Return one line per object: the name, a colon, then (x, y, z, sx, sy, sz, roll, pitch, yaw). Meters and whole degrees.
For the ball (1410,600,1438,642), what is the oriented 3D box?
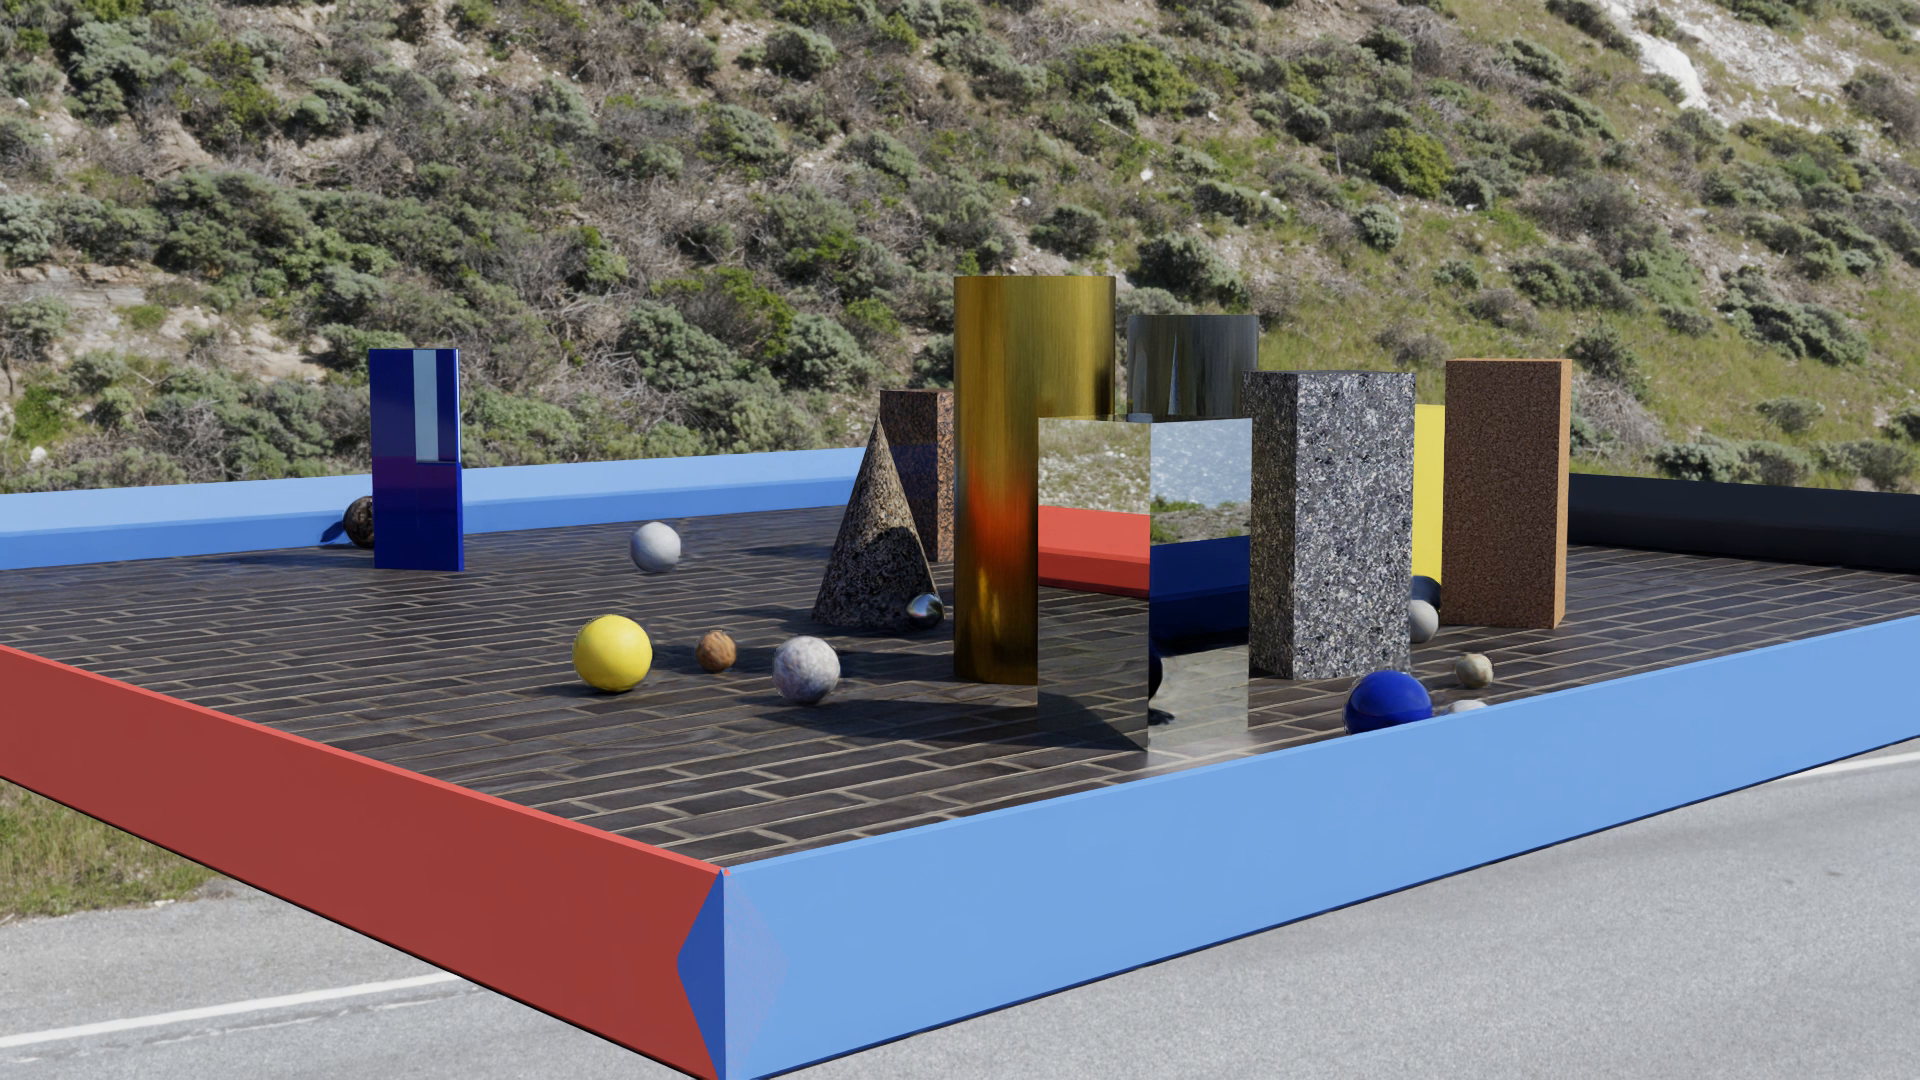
ball: (0.615, 0.109, 2.959, 0.057, 0.057, 0.057, 0, 6, 0)

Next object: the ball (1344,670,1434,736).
ball: (0.429, 0.173, 2.197, 0.088, 0.088, 0.088, 0, 6, 0)

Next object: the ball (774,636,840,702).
ball: (-0.174, 0.147, 2.502, 0.076, 0.076, 0.076, 0, 6, 0)

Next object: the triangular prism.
triangular prism: (-0.913, -0.145, 3.839, 0.171, 0.379, 0.148, 2, 6, 17)

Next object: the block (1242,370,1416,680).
block: (0.454, -0.025, 2.738, 0.158, 0.368, 0.158, -2, 6, -17)

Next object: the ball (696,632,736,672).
ball: (-0.300, 0.139, 2.714, 0.049, 0.049, 0.049, 0, 6, 0)

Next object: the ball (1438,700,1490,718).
ball: (0.500, 0.189, 2.162, 0.064, 0.064, 0.064, 0, 6, 0)

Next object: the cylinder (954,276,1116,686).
cylinder: (0.090, -0.078, 2.691, 0.197, 0.485, 0.197, 0, 6, 0)

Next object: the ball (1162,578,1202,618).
ball: (0.323, 0.084, 3.194, 0.059, 0.059, 0.059, 0, 6, 0)

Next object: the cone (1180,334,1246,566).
cone: (0.493, -0.168, 3.919, 0.197, 0.409, 0.197, 0, 6, 0)

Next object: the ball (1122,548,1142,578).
ball: (0.247, 0.051, 3.425, 0.076, 0.076, 0.076, 0, 6, 0)

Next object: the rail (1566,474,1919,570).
rail: (1.098, -0.072, 4.340, 0.045, 0.128, 2.897, -5, 8, -42)

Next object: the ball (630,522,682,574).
ball: (-0.517, 0.013, 3.734, 0.087, 0.087, 0.087, 0, 6, 0)

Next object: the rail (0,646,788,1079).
rail: (-1.098, 0.139, 2.324, 0.045, 0.128, 2.897, -5, 8, -42)

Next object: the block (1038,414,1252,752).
block: (0.194, 0.038, 2.318, 0.158, 0.332, 0.158, -6, 8, -43)

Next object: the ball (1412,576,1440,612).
ball: (0.666, 0.083, 3.176, 0.064, 0.064, 0.064, 0, 6, 0)

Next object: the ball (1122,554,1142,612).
ball: (0.220, 0.063, 3.232, 0.092, 0.092, 0.092, 0, 6, 0)

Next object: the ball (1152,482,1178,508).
ball: (0.462, -0.102, 4.972, 0.059, 0.059, 0.059, 0, 6, 0)

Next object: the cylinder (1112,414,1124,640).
cylinder: (0.125, -0.021, 3.022, 0.197, 0.302, 0.197, 0, 6, 0)

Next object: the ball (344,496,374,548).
ball: (-1.106, -0.034, 4.129, 0.098, 0.098, 0.098, 0, 6, 0)

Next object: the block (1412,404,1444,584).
block: (0.719, -0.070, 3.554, 0.158, 0.290, 0.158, -4, 7, -31)

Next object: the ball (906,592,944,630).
ball: (-0.050, 0.100, 3.070, 0.052, 0.052, 0.052, 0, 6, 0)

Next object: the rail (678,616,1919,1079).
rail: (0.966, 0.142, 2.291, 3.036, 0.128, 0.045, -5, 8, -42)

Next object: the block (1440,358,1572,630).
block: (0.785, -0.071, 3.159, 0.158, 0.374, 0.158, 2, 6, 20)

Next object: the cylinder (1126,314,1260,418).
cylinder: (0.348, -0.119, 3.305, 0.197, 0.438, 0.197, 0, 6, 0)

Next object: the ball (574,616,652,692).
ball: (-0.405, 0.133, 2.568, 0.090, 0.090, 0.090, 0, 6, 0)

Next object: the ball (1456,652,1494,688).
ball: (0.608, 0.154, 2.597, 0.042, 0.042, 0.042, 0, 6, 0)

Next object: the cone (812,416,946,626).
cone: (-0.119, -0.035, 3.186, 0.197, 0.296, 0.197, 0, 6, 0)

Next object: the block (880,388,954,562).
block: (-0.034, -0.122, 3.995, 0.158, 0.300, 0.158, -5, 8, -42)

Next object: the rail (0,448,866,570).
rail: (-0.966, -0.075, 4.373, 3.036, 0.128, 0.045, -5, 8, -42)
